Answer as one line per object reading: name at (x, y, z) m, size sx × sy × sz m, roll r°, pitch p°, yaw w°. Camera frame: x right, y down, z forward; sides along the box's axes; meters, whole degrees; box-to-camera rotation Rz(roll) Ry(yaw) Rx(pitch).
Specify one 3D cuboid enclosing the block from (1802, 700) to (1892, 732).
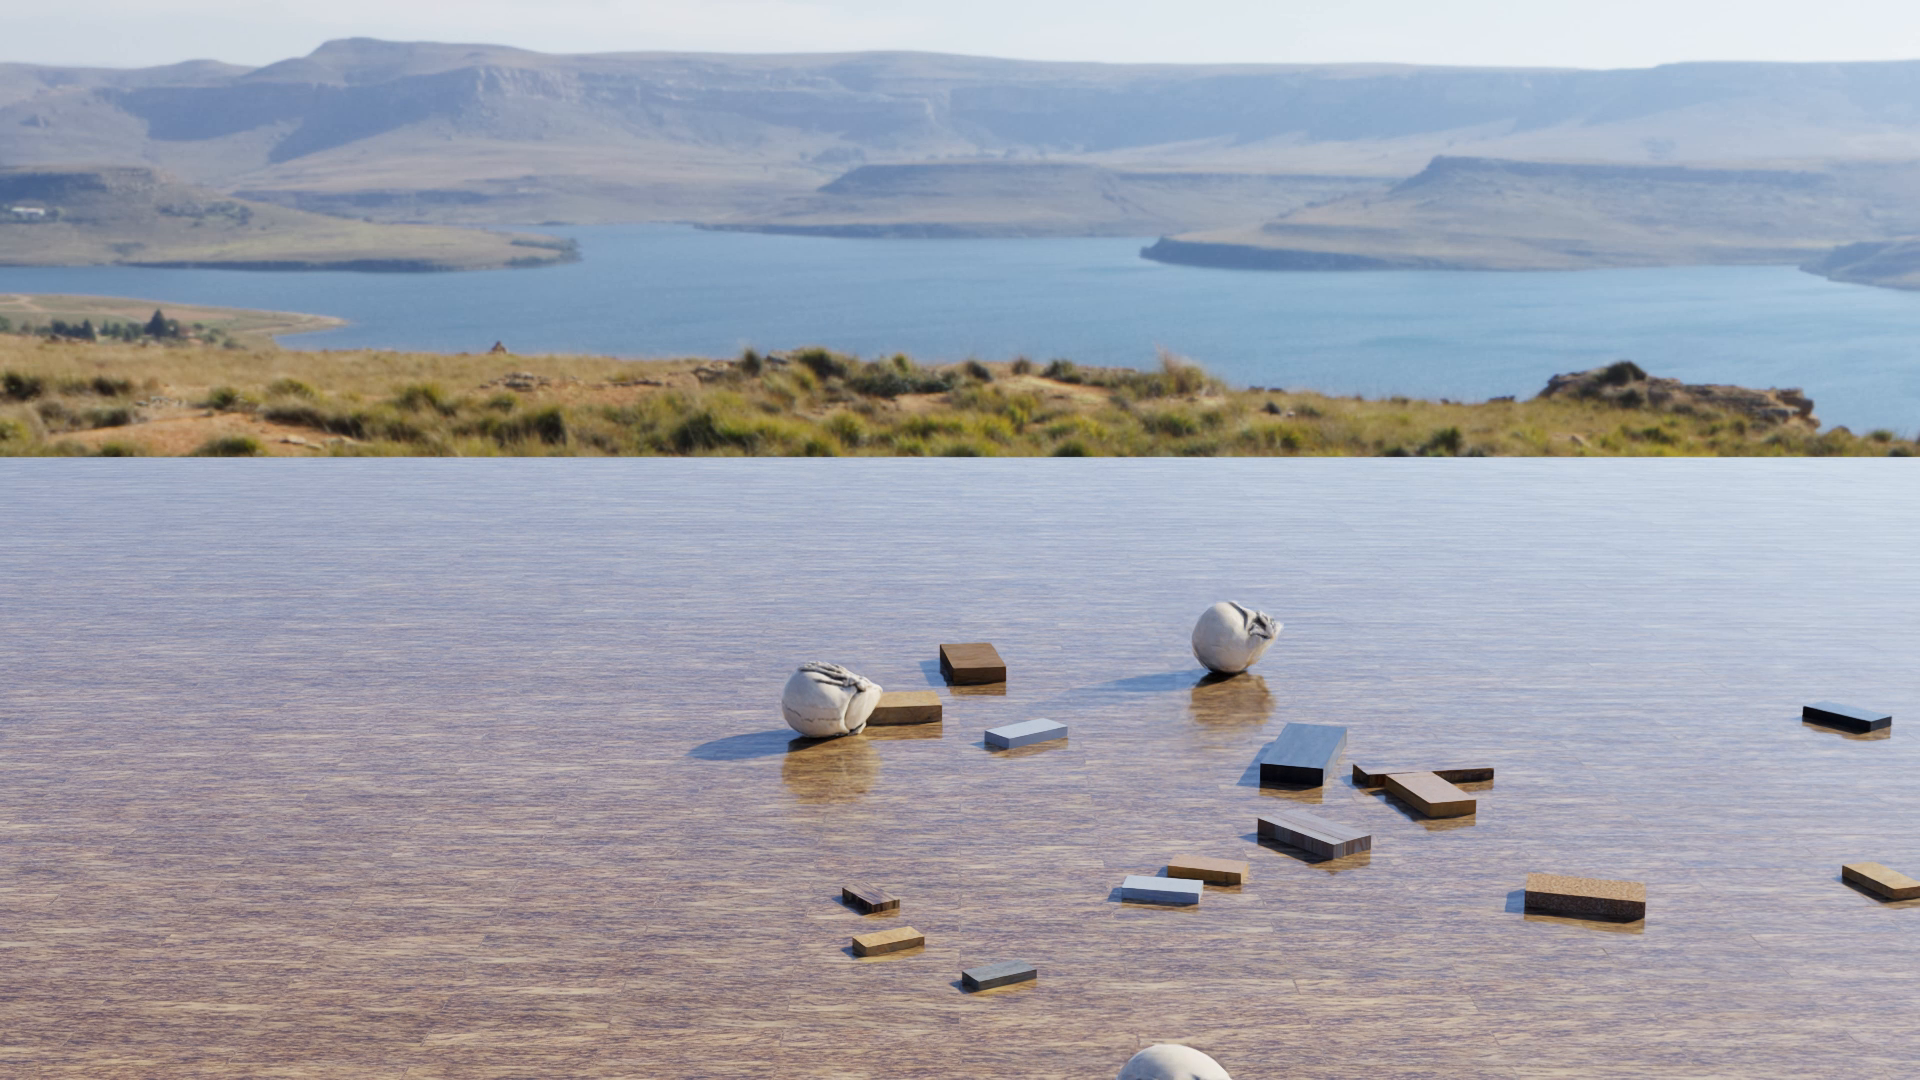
block at (1.912, 0.379, 4.741) m, size 0.080 × 0.023 × 0.160 m, roll -8°, pitch 13°, yaw -35°

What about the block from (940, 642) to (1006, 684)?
block at (0.029, 0.289, 5.195) m, size 0.123 × 0.035 × 0.247 m, roll -1°, pitch 11°, yaw -8°

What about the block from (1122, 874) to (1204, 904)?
block at (0.338, 0.582, 3.664) m, size 0.128 × 0.018 × 0.064 m, roll 2°, pitch 11°, yaw 13°

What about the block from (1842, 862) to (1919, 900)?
block at (1.557, 0.574, 3.708) m, size 0.064 × 0.018 × 0.128 m, roll -3°, pitch 11°, yaw -17°

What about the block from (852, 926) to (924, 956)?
block at (-0.112, 0.626, 3.435) m, size 0.101 × 0.014 × 0.050 m, roll -6°, pitch 12°, yaw -28°

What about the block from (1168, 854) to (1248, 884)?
block at (0.425, 0.563, 3.766) m, size 0.128 × 0.018 × 0.064 m, roll 4°, pitch 11°, yaw 19°

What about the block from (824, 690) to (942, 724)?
block at (-0.168, 0.365, 4.787) m, size 0.247 × 0.035 × 0.123 m, roll -1°, pitch 11°, yaw -7°

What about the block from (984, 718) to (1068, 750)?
block at (0.139, 0.405, 4.604) m, size 0.160 × 0.023 × 0.080 m, roll -8°, pitch 13°, yaw -37°

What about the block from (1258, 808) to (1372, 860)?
block at (0.634, 0.526, 3.941) m, size 0.095 × 0.027 × 0.189 m, roll -8°, pitch 13°, yaw -36°

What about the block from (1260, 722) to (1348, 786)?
block at (0.695, 0.430, 4.435) m, size 0.123 × 0.035 × 0.316 m, roll 3°, pitch 11°, yaw 18°

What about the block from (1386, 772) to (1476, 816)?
block at (0.893, 0.482, 4.178) m, size 0.095 × 0.027 × 0.189 m, roll -3°, pitch 11°, yaw -14°

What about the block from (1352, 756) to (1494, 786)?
block at (0.912, 0.455, 4.333) m, size 0.261 × 0.023 × 0.080 m, roll -2°, pitch 11°, yaw -10°

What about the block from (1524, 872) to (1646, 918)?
block at (1.031, 0.585, 3.625) m, size 0.189 × 0.027 × 0.094 m, roll 3°, pitch 11°, yaw 17°

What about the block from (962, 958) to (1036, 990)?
block at (0.059, 0.652, 3.298) m, size 0.101 × 0.014 × 0.050 m, roll -6°, pitch 12°, yaw -29°

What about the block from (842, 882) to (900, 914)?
block at (-0.147, 0.590, 3.631) m, size 0.050 × 0.014 × 0.101 m, roll -7°, pitch 12°, yaw -32°
